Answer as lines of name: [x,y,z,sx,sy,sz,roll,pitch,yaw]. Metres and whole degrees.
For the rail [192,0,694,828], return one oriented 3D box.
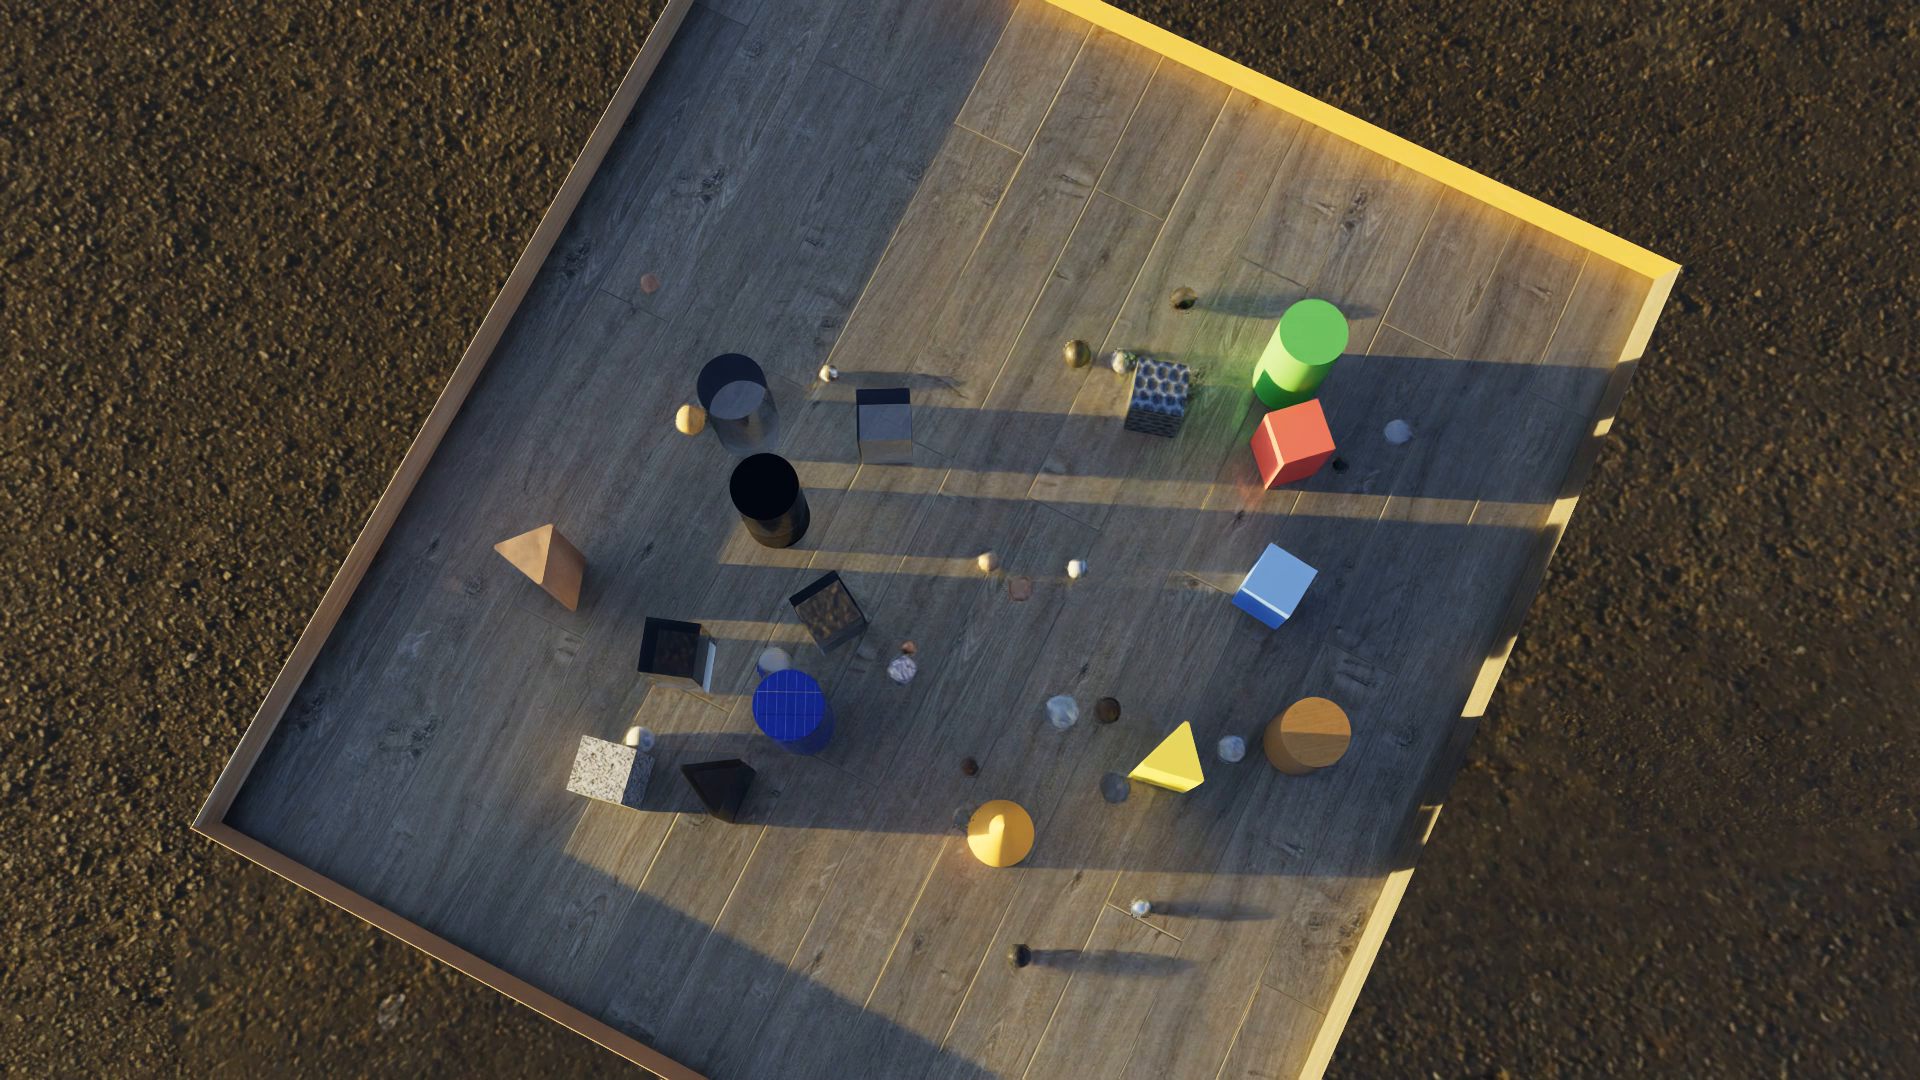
rail: [-1.420,-0.689,5.692,0.045,0.129,3.533,26,80,5]

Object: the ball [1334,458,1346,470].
ball: [1.171,-0.233,5.644,0.041,0.041,0.041,0,78,0]

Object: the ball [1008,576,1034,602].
ball: [0.183,0.148,5.547,0.076,0.076,0.076,0,78,0]

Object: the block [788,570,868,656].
block: [-0.389,0.218,5.442,0.159,0.253,0.159,-32,80,-6]

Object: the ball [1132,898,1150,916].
ball: [0.530,1.075,5.367,0.053,0.053,0.053,0,78,0]

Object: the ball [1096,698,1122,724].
ball: [0.443,0.510,5.472,0.076,0.076,0.076,0,78,0]

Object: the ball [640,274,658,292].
ball: [-0.976,-0.805,5.754,0.058,0.058,0.058,0,78,0]

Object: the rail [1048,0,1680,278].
rail: [0.779,-1.520,5.864,3.223,0.129,0.045,26,80,5]

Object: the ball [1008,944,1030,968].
ball: [0.172,1.212,5.331,0.068,0.068,0.068,0,78,0]

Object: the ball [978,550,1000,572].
ball: [0.089,0.064,5.570,0.065,0.065,0.065,0,78,0]

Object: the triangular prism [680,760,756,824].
triangular prism: [-0.671,0.694,5.285,0.149,0.367,0.172,-35,80,-7]

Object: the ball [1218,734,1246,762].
ball: [0.808,0.620,5.447,0.080,0.080,0.080,0,78,0]

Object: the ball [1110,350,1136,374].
ball: [0.507,-0.555,5.693,0.076,0.076,0.076,0,78,0]

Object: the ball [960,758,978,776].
ball: [0.027,0.676,5.449,0.053,0.053,0.053,0,78,0]

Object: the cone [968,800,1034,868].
cone: [0.121,0.824,5.216,0.198,0.450,0.198,0,78,0]

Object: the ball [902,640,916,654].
ball: [-0.155,0.325,5.528,0.041,0.041,0.041,0,78,0]

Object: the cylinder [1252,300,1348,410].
cylinder: [1.013,-0.546,5.481,0.198,0.486,0.198,0,78,0]

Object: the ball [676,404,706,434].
ball: [-0.830,-0.372,5.647,0.091,0.091,0.091,0,78,0]

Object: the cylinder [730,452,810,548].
cylinder: [-0.559,-0.112,5.433,0.198,0.405,0.198,0,78,0]

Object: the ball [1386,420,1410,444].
ball: [1.349,-0.334,5.647,0.076,0.076,0.076,0,78,0]

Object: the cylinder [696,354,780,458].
cylinder: [-0.655,-0.395,5.470,0.198,0.447,0.198,0,78,0]

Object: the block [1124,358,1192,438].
block: [0.599,-0.431,5.578,0.159,0.250,0.159,10,79,2]

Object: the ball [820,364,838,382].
ball: [-0.406,-0.517,5.696,0.054,0.054,0.054,0,78,0]

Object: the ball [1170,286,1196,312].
ball: [0.699,-0.754,5.733,0.078,0.078,0.078,0,78,0]

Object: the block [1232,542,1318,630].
block: [0.933,0.140,5.458,0.159,0.255,0.159,32,80,6]

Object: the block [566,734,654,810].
block: [-1.009,0.678,5.315,0.159,0.316,0.159,14,79,3]

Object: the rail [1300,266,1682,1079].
rail: [1.420,0.702,5.404,0.045,0.129,3.533,26,80,5]

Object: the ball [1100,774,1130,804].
ball: [0.460,0.735,5.419,0.089,0.089,0.089,0,78,0]

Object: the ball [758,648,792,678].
ball: [-0.554,0.370,5.490,0.097,0.097,0.097,0,78,0]

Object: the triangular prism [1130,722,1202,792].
triangular prism: [0.609,0.616,5.274,0.172,0.421,0.149,16,79,3]

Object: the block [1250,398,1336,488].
block: [0.997,-0.286,5.512,0.159,0.320,0.159,-17,79,-3]

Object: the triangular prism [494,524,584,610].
triangular prism: [-1.194,0.061,5.367,0.172,0.464,0.149,38,81,7]

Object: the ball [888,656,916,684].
ball: [-0.174,0.390,5.491,0.087,0.087,0.087,0,78,0]

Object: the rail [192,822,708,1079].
rail: [-0.779,1.533,5.232,3.223,0.129,0.045,26,80,5]

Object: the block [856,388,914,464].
block: [-0.227,-0.343,5.546,0.159,0.277,0.159,-1,78,0]

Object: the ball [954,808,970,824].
ball: [0.005,0.810,5.380,0.049,0.049,0.049,0,78,0]

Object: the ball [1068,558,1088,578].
ball: [0.358,0.087,5.567,0.062,0.062,0.062,0,78,0]

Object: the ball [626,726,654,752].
ball: [-0.951,0.594,5.451,0.083,0.083,0.083,0,78,0]

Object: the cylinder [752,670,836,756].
cylinder: [-0.473,0.502,5.273,0.198,0.469,0.198,0,78,0]

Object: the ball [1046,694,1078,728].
ball: [0.304,0.510,5.461,0.099,0.099,0.099,0,78,0]

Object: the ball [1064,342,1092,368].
ball: [0.366,-0.577,5.694,0.082,0.082,0.082,0,78,0]

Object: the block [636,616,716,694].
block: [-0.826,0.340,5.370,0.159,0.344,0.159,7,78,2]

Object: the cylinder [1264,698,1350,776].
cylinder: [1.007,0.575,5.337,0.198,0.315,0.198,0,78,0]
